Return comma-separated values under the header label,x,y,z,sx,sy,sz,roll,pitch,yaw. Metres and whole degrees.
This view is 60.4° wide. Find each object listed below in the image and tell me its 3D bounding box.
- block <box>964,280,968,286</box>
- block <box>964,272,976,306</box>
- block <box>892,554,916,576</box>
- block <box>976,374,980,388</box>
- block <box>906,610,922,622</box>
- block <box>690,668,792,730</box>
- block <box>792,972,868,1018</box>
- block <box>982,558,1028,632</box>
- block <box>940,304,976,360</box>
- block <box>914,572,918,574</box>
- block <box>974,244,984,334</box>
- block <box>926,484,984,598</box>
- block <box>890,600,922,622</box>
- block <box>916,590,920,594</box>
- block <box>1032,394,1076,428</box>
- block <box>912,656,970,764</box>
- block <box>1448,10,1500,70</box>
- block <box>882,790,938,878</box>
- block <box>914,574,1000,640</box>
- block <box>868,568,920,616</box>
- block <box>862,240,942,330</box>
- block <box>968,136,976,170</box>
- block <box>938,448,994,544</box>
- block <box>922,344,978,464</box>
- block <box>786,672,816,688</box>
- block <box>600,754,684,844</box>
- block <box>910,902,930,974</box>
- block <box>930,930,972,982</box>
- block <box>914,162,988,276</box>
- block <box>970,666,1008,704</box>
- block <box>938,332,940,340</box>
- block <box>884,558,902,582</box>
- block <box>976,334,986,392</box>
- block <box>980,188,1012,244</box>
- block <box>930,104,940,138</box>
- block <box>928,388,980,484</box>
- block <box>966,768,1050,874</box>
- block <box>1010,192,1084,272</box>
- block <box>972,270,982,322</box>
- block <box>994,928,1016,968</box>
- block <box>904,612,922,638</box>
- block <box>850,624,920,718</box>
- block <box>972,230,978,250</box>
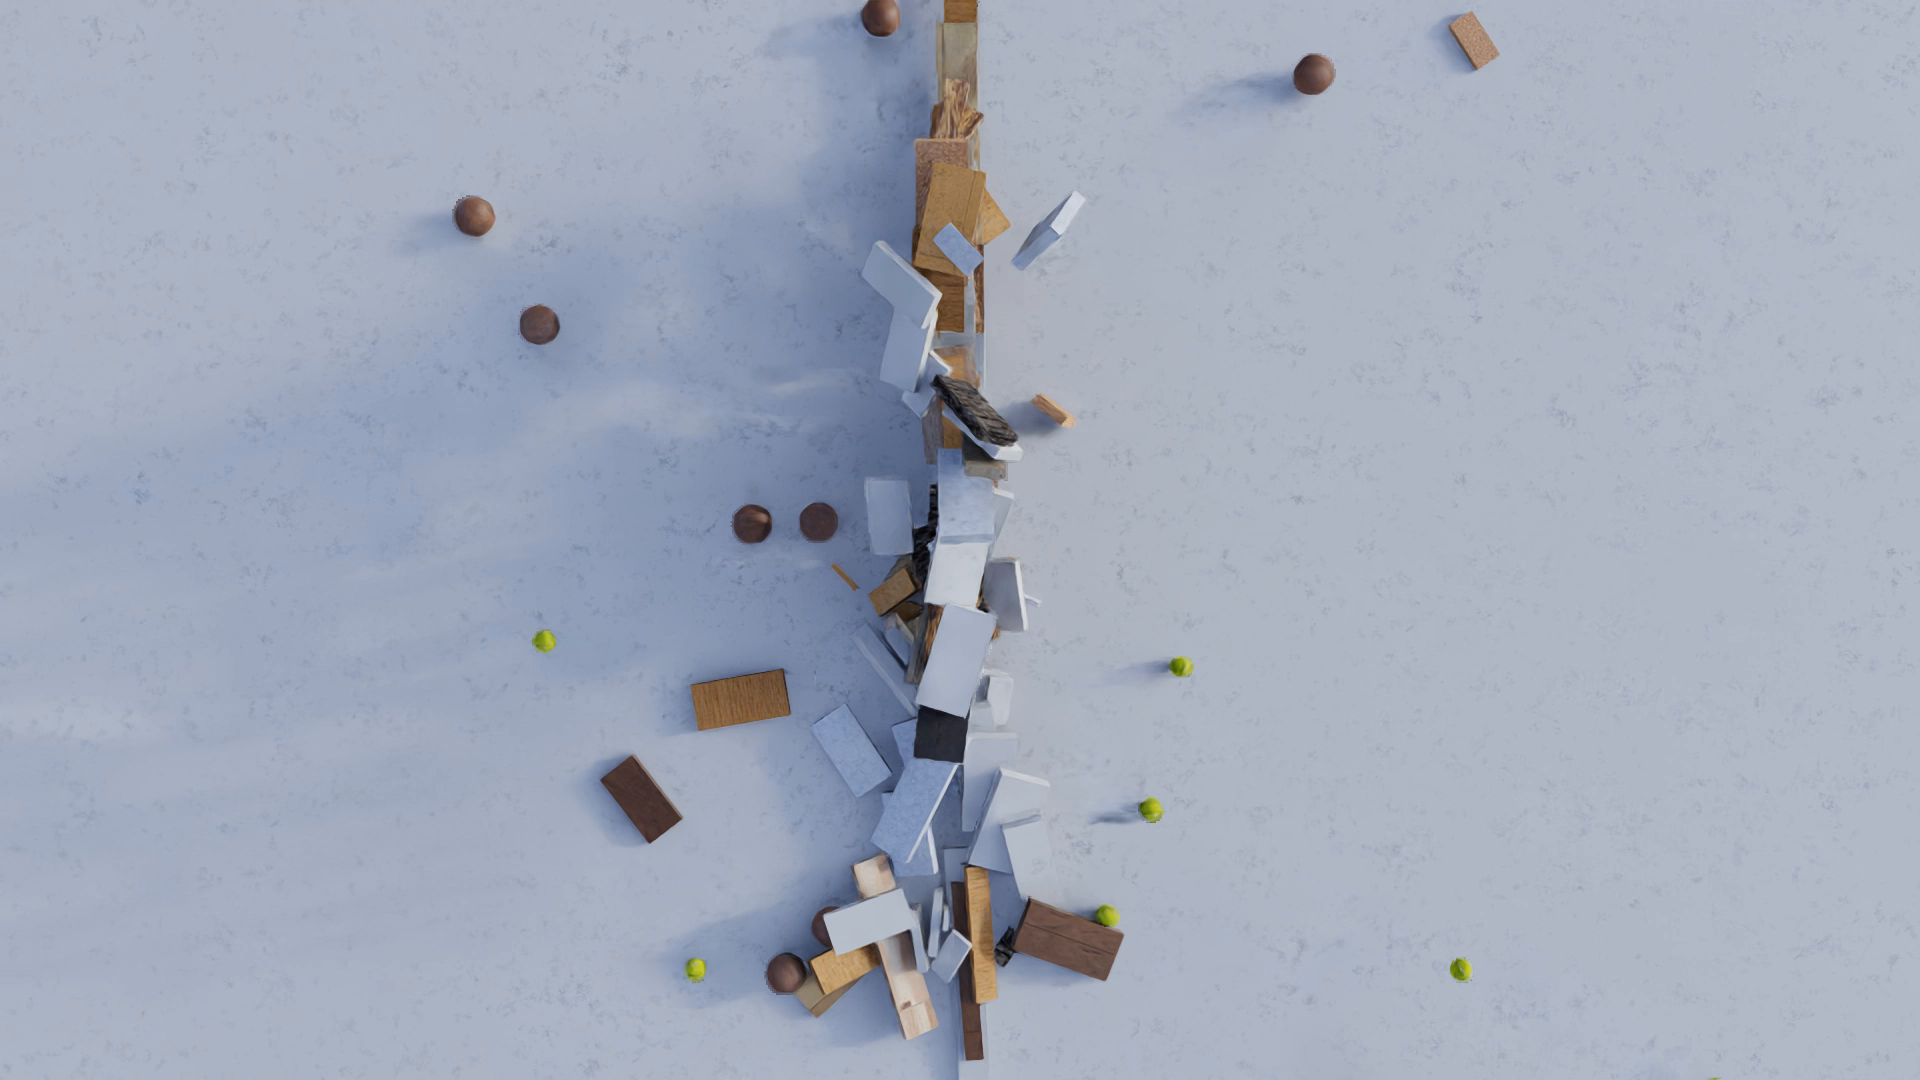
label,x,y,z,sx,sy,sz,roll,pitch,yaw
block,-0.028,-0.879,5.119,0.093,0.026,0.186,-5,86,5
block,-0.017,-0.840,5.159,0.113,0.032,0.227,-7,73,5
block,-0.172,0.086,5.474,0.056,0.016,0.112,38,83,7
block,-0.004,-0.395,5.291,0.136,0.039,0.272,1,114,1
block,-0.100,0.315,5.461,0.085,0.024,0.171,-36,100,15
block,-0.727,0.530,5.478,0.307,0.043,0.153,-10,90,0
block,-0.426,1.461,5.483,0.241,0.034,0.121,-43,90,0
block,0.142,0.180,5.414,0.126,0.036,0.252,0,114,21
block,-0.008,-0.644,5.235,0.113,0.032,0.333,-1,109,4
block,-0.108,0.125,5.492,0.056,0.016,0.112,-33,90,0
block,0.008,-0.804,5.291,0.141,0.040,0.282,0,91,4
block,-0.011,0.005,5.247,0.180,0.051,0.360,3,109,3
block,-0.144,0.257,5.481,0.171,0.024,0.086,18,99,-1
block,-0.178,0.162,5.493,0.093,0.013,0.046,-15,90,0
block,0.307,-0.420,5.368,0.123,0.247,0.035,39,98,7
block,-0.049,0.527,5.129,0.157,0.044,0.313,7,93,-2
block,1.710,-1.662,5.488,0.087,0.025,0.175,-33,90,0
block,-0.165,0.967,5.453,0.142,0.040,0.284,-9,91,22
block,-0.009,0.215,5.422,0.152,0.043,0.304,-27,101,14
block,-0.219,0.173,5.440,0.171,0.024,0.086,-36,70,26
block,-0.177,-0.770,4.977,0.263,0.037,0.131,44,135,16
block,-0.028,-1.168,5.167,0.131,0.037,0.261,0,52,7
block,0.016,-0.138,5.048,0.163,0.046,0.327,-2,56,0
block,-0.032,-0.424,5.165,0.180,0.051,0.360,-5,98,4
block,-0.530,0.467,5.493,0.097,0.014,0.049,-4,90,0
block,-1.057,0.860,5.481,0.135,0.038,0.269,-38,90,0
block,-0.134,1.313,5.447,0.029,0.104,0.208,-9,90,5
block,-0.030,1.375,5.451,0.080,0.023,0.159,37,109,22
block,-0.029,-0.957,4.927,0.156,0.044,0.311,13,103,1
block,0.063,0.544,5.444,0.126,0.036,0.252,11,101,-15
block,-0.002,-0.798,5.374,0.141,0.040,0.282,0,108,4
block,-0.208,0.109,5.486,0.046,0.013,0.093,36,84,6
block,0.010,-0.623,5.392,0.141,0.040,0.282,1,116,4
block,0.066,-1.101,5.481,0.106,0.030,0.212,-35,90,4
block,-0.046,-1.274,5.155,0.090,0.026,0.181,3,74,8
block,-0.014,-0.292,5.236,0.180,0.051,0.360,-4,98,4
block,0.158,0.926,5.414,0.168,0.048,0.337,16,106,-13
block,0.252,-0.894,4.784,0.041,0.288,0.144,37,68,-11
block,-0.007,-0.798,5.233,0.113,0.032,0.227,-8,100,6
block,0.156,1.356,5.491,0.060,0.017,0.121,34,90,0
block,-0.095,0.368,5.444,0.126,0.036,0.252,-33,100,16
block,-0.229,0.430,5.411,0.049,0.172,0.344,-38,90,-12
block,-0.001,-0.984,5.256,0.108,0.031,0.216,-4,86,5
